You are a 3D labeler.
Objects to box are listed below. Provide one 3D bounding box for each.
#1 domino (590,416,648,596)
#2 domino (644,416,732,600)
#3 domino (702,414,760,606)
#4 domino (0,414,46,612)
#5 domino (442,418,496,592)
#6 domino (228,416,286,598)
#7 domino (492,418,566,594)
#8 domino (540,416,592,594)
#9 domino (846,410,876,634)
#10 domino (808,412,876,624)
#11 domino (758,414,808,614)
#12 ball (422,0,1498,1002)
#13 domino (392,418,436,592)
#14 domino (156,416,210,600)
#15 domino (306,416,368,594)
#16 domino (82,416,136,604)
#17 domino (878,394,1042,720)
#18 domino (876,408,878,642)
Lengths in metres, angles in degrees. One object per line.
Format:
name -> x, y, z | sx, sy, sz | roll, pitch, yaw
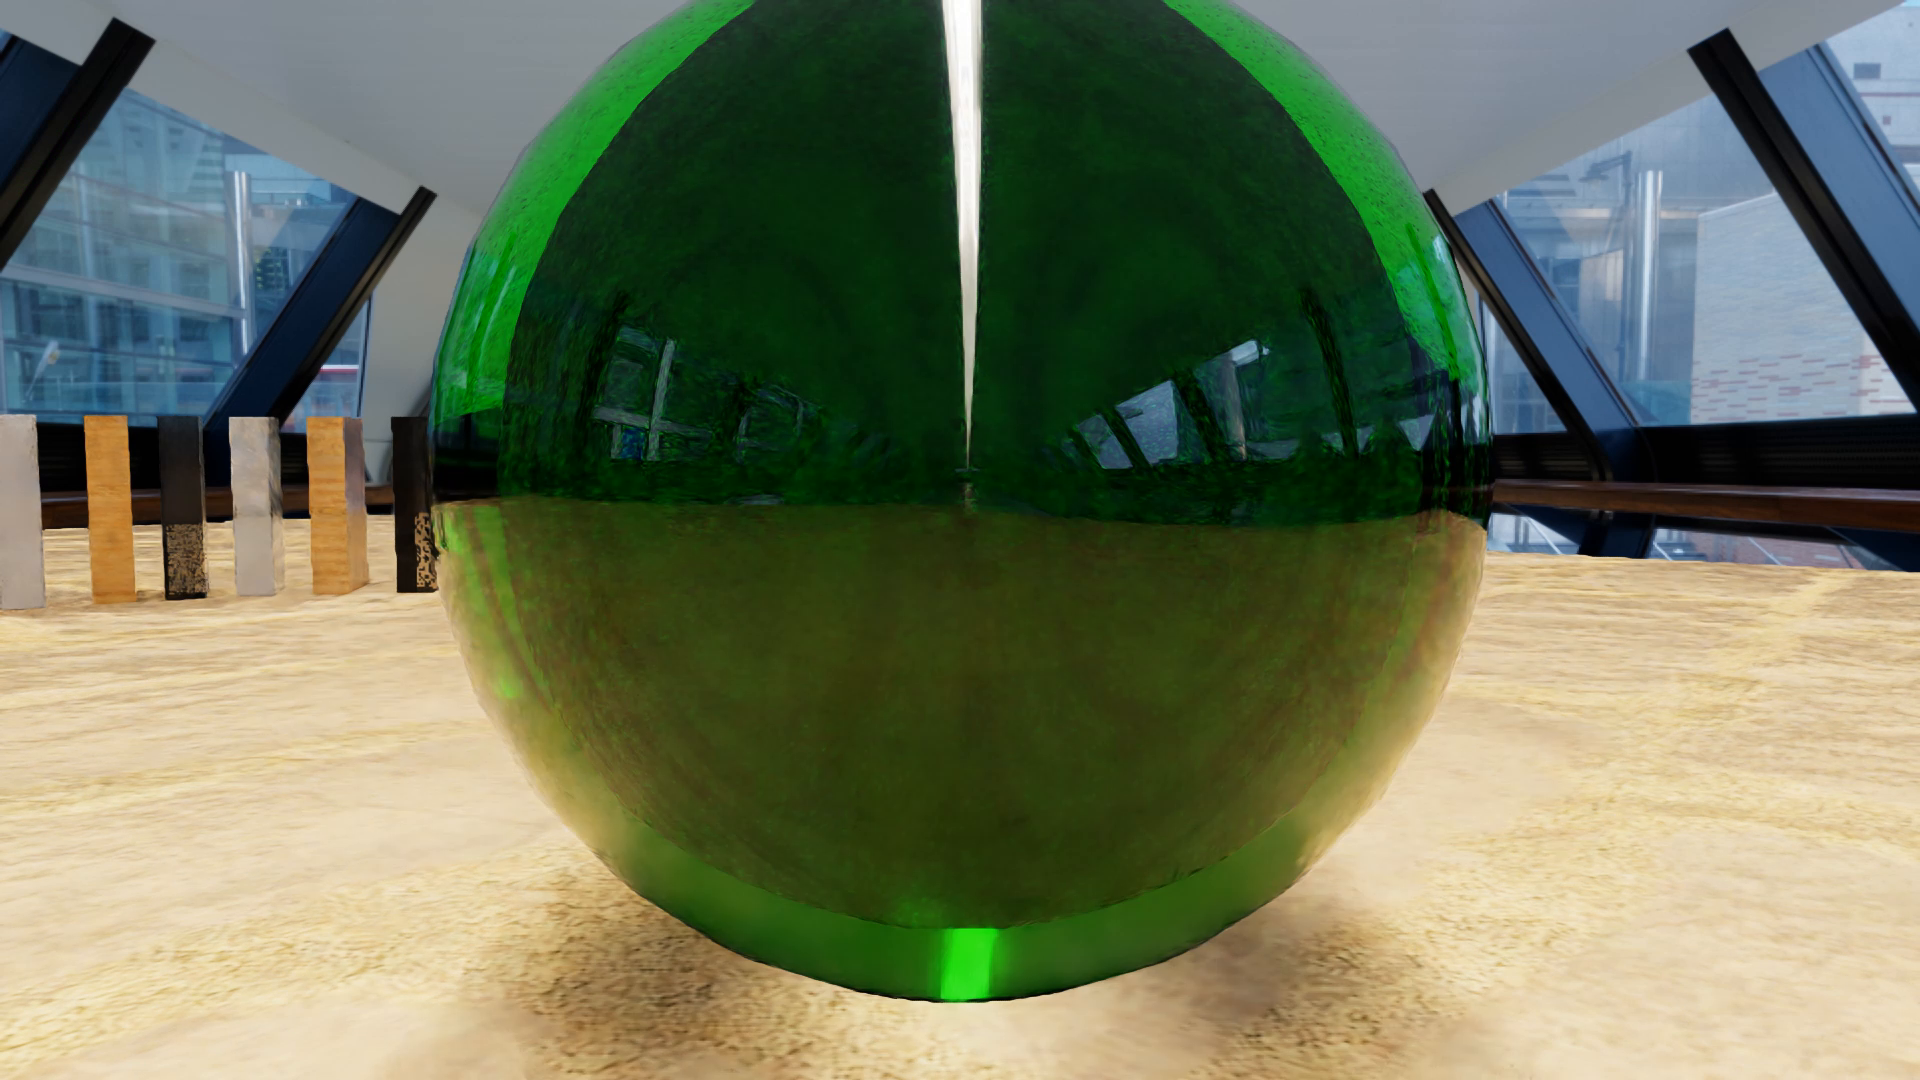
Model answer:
domino -> -0.094, -0.010, 0.368 | 0.009, 0.050, 0.025 | 2, 5, 21
domino -> -0.076, -0.009, 0.360 | 0.009, 0.050, 0.025 | 2, 5, 28
domino -> -0.057, -0.009, 0.348 | 0.009, 0.050, 0.025 | 3, 5, 37
domino -> -0.250, -0.008, 0.336 | 0.025, 0.050, 0.010 | 4, 6, 43
domino -> -0.142, -0.011, 0.378 | 0.009, 0.050, 0.025 | 0, 4, 2
domino -> -0.201, -0.010, 0.368 | 0.010, 0.050, 0.025 | -2, 5, -21
domino -> -0.126, -0.011, 0.377 | 0.009, 0.050, 0.025 | 1, 4, 8
domino -> -0.111, -0.010, 0.373 | 0.010, 0.050, 0.025 | 1, 4, 14
domino -> -0.012, -0.005, 0.294 | 0.025, 0.050, 0.009 | -2, 5, -26
domino -> -0.024, -0.006, 0.314 | 0.025, 0.050, 0.010 | -3, 5, -34
domino -> -0.039, -0.007, 0.332 | 0.025, 0.050, 0.010 | -4, 6, -44
ball -> 0.000, -0.005, 0.103 | 0.080, 0.080, 0.080 | 0, 4, 0
domino -> -0.157, -0.011, 0.378 | 0.010, 0.050, 0.025 | 0, 4, -4
domino -> -0.218, -0.009, 0.360 | 0.009, 0.050, 0.025 | -2, 5, -28
domino -> -0.181, -0.011, 0.374 | 0.010, 0.050, 0.025 | -1, 4, -13
domino -> -0.233, -0.009, 0.351 | 0.010, 0.050, 0.025 | -3, 5, -35
domino -> 0.000, 0.002, 0.201 | 0.025, 0.050, 0.010 | 0, 4, 0
domino -> -0.005, -0.003, 0.275 | 0.025, 0.050, 0.010 | -1, 5, -18
